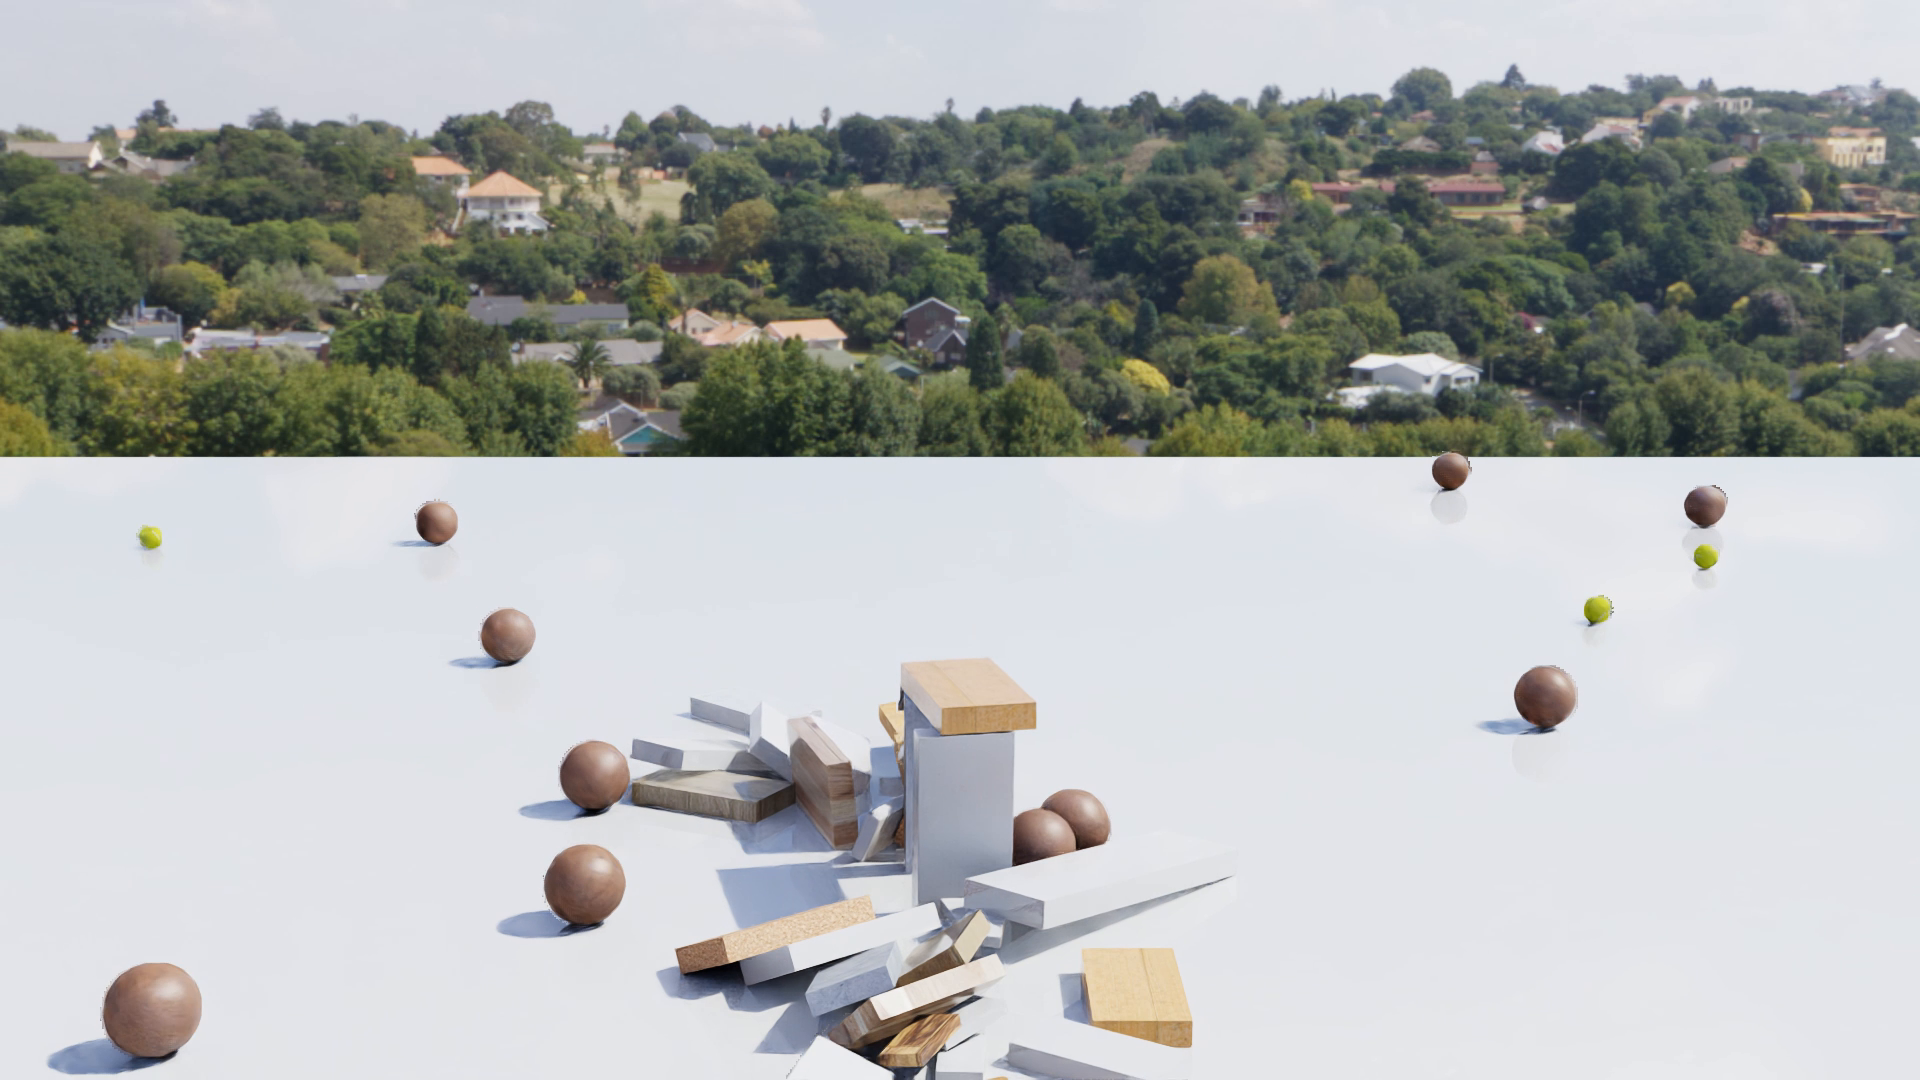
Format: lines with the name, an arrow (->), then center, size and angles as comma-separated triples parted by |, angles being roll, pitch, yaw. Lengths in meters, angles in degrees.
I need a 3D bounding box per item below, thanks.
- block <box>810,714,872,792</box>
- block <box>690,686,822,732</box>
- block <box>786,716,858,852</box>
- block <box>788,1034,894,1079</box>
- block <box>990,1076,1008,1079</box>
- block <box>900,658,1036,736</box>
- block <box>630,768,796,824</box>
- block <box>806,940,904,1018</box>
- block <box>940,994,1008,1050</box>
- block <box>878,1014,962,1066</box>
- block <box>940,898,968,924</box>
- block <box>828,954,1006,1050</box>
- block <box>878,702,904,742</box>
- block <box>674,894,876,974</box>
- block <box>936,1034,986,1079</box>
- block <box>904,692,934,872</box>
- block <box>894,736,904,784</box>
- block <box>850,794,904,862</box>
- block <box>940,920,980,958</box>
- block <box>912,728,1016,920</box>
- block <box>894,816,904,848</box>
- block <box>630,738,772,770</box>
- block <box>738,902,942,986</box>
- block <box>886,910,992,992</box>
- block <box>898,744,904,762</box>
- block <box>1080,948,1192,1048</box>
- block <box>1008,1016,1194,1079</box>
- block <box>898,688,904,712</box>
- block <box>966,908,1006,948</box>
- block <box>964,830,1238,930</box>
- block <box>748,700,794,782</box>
block -> -0.244, 0.420, 4.343 | 0.130, 0.037, 0.260 | 24, 8, -7
block -> -0.441, 0.370, 4.743 | 0.139, 0.040, 0.279 | -10, 15, -43
block -> -0.252, 0.441, 4.023 | 0.045, 0.159, 0.319 | -9, 13, -16
block -> -0.168, 0.713, 2.803 | 0.112, 0.032, 0.223 | 26, 15, 7
block -> 0.089, 0.753, 2.702 | 0.112, 0.032, 0.368 | -5, 12, -26
block -> 0.010, 0.255, 3.633 | 0.156, 0.044, 0.311 | -2, 11, -13
block -> -0.467, 0.478, 4.163 | 0.279, 0.040, 0.140 | 5, 12, 27
block -> -0.148, 0.625, 3.144 | 0.119, 0.034, 0.238 | -20, -2, 1
block -> 0.001, 0.670, 3.058 | 0.063, 0.018, 0.127 | -2, 14, 45
block -> -0.053, 0.676, 2.976 | 0.063, 0.018, 0.127 | -7, 10, 26
block -> 0.013, 0.597, 3.487 | 0.060, 0.017, 0.121 | 1, 11, -16
block -> -0.058, 0.648, 3.072 | 0.239, 0.034, 0.119 | -10, -27, -43
block -> -0.061, 0.395, 4.419 | 0.130, 0.037, 0.260 | -10, 27, -17
block -> -0.281, 0.602, 3.358 | 0.276, 0.039, 0.138 | -9, -10, -41
block -> 0.002, 0.706, 2.994 | 0.063, 0.018, 0.127 | 0, 11, 3
block -> -0.016, 0.412, 3.768 | 0.156, 0.311, 0.044 | -1, 15, -4
block -> -0.044, 0.446, 4.199 | 0.130, 0.037, 0.260 | -1, 22, -9
block -> -0.125, 0.502, 3.894 | 0.025, 0.089, 0.177 | 31, 22, 19
block -> 0.001, 0.624, 3.440 | 0.060, 0.017, 0.121 | 0, 11, -1
block -> 0.005, 0.454, 3.540 | 0.156, 0.311, 0.044 | -2, 15, -12
block -> -0.058, 0.456, 3.915 | 0.025, 0.177, 0.089 | 29, 21, 20
block -> -0.497, 0.420, 4.308 | 0.137, 0.039, 0.275 | 8, 0, 37
block -> -0.179, 0.608, 3.311 | 0.276, 0.039, 0.138 | -9, -12, -40
block -> -0.030, 0.610, 3.220 | 0.119, 0.034, 0.238 | -32, -3, 9
block -> -0.039, 0.366, 3.961 | 0.089, 0.025, 0.177 | 10, -26, -18
block -> 0.253, 0.660, 3.185 | 0.138, 0.039, 0.276 | 0, 11, 0
block -> 0.190, 0.702, 2.978 | 0.223, 0.032, 0.112 | 7, 12, 34
block -> -0.008, 0.307, 4.074 | 0.159, 0.045, 0.319 | 5, -2, -11
block -> 0.037, 0.598, 3.394 | 0.060, 0.017, 0.121 | 4, 10, 4
block -> 0.240, 0.552, 3.606 | 0.159, 0.045, 0.536 | 9, 8, 40
block -> -0.349, 0.405, 4.350 | 0.137, 0.039, 0.275 | 36, 6, -10
